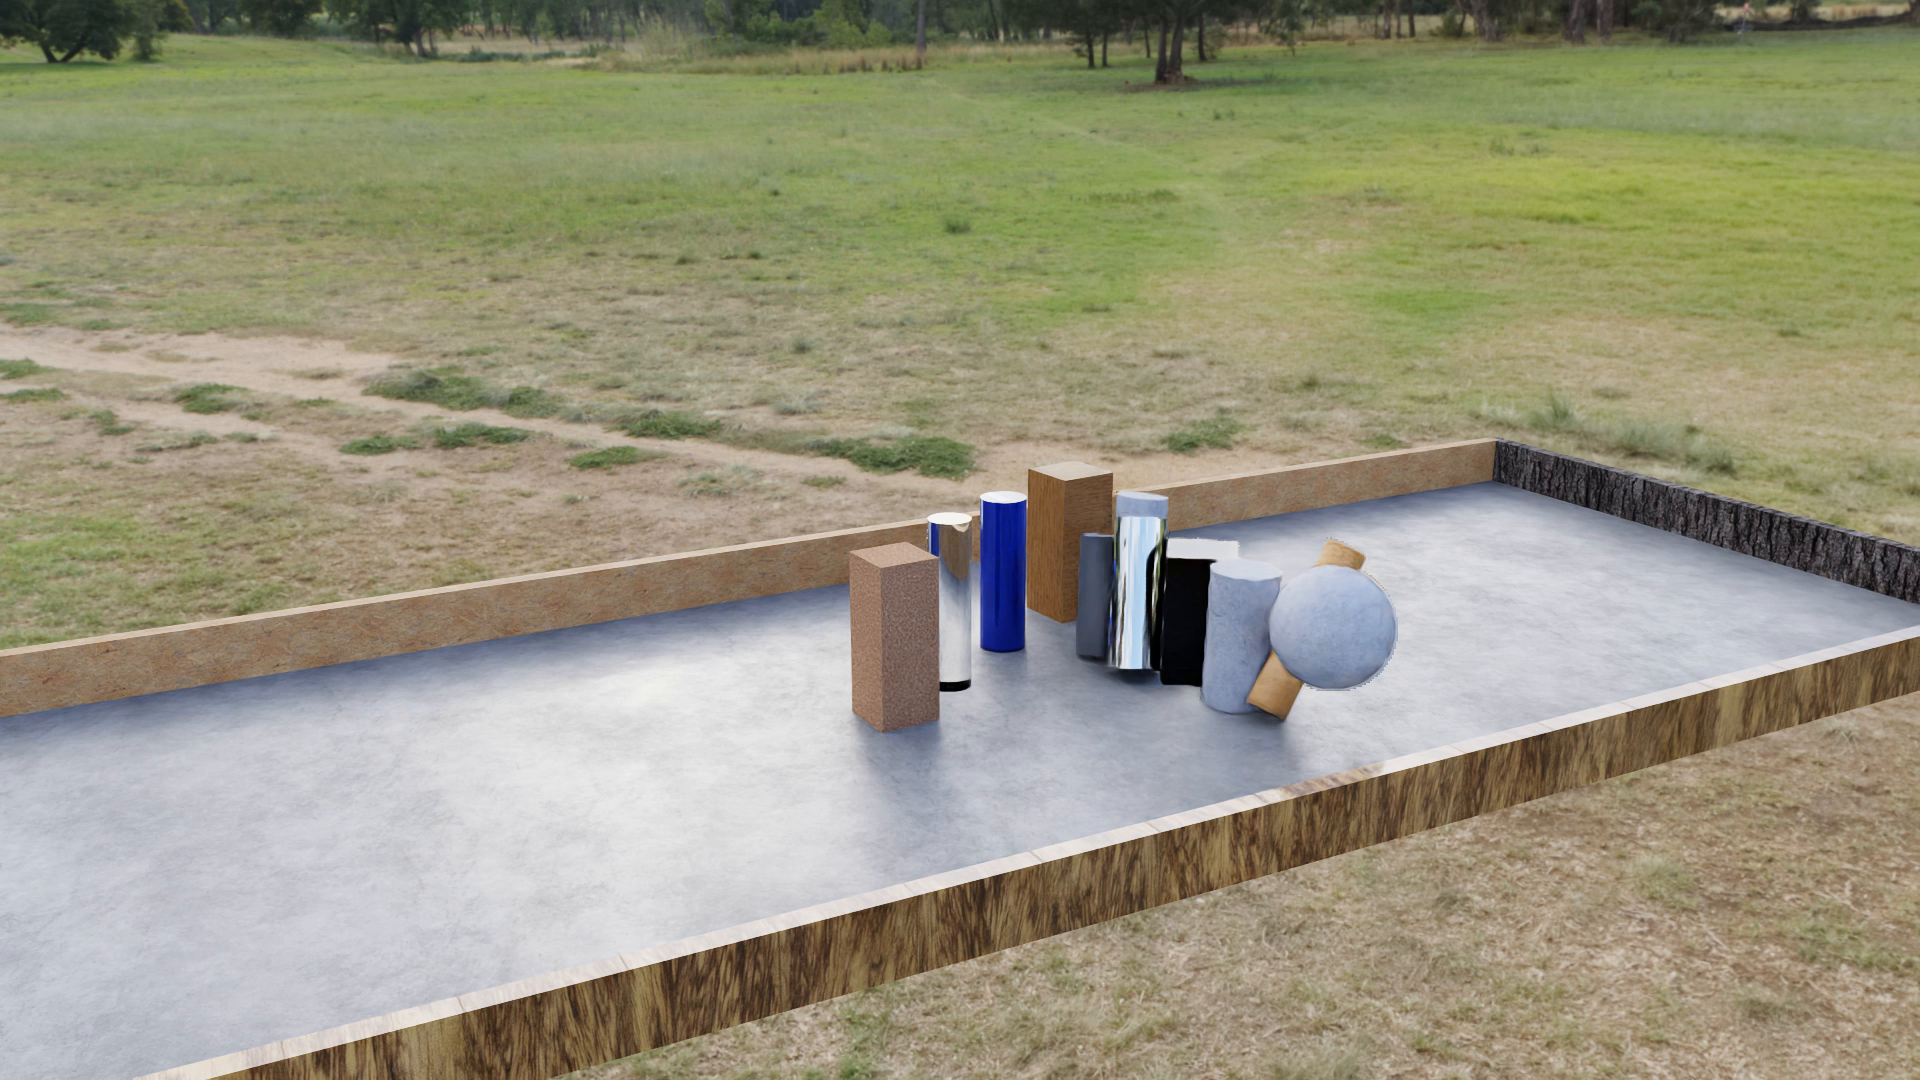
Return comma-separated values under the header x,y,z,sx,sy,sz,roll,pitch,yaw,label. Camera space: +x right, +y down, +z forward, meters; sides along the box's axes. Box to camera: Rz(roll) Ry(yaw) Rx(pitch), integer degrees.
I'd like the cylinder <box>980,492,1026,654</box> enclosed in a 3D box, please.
x,y,z,sx,sy,sz,roll,pitch,yaw,label
0.113,0.085,4.341,0.122,0.409,0.122,0,16,0,cylinder

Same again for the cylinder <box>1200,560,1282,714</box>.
x,y,z,sx,sy,sz,roll,pitch,yaw,label
0.675,0.231,3.969,0.169,0.334,0.169,2,16,0,cylinder

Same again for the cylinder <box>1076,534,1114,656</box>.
x,y,z,sx,sy,sz,roll,pitch,yaw,label
0.358,0.142,4.300,0.101,0.309,0.101,2,5,0,cylinder

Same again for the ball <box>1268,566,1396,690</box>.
x,y,z,sx,sy,sz,roll,pitch,yaw,label
0.824,0.194,3.655,0.276,0.276,0.276,0,16,0,ball

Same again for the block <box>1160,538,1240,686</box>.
x,y,z,sx,sy,sz,roll,pitch,yaw,label
0.601,0.181,4.145,0.175,0.330,0.175,3,16,7,block

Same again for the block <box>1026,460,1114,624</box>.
x,y,z,sx,sy,sz,roll,pitch,yaw,label
0.306,0.003,4.622,0.168,0.408,0.168,-11,20,-32,block

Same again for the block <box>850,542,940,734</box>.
x,y,z,sx,sy,sz,roll,pitch,yaw,label
-0.153,0.226,3.872,0.153,0.402,0.153,-10,19,-30,block

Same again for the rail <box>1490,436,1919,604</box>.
x,y,z,sx,sy,sz,roll,pitch,yaw,label
2.466,-0.048,5.253,0.050,0.150,2.100,-9,18,-27,rail

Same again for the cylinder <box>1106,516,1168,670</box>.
x,y,z,sx,sy,sz,roll,pitch,yaw,label
0.449,0.135,4.179,0.137,0.380,0.137,3,-3,0,cylinder

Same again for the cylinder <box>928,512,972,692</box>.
x,y,z,sx,sy,sz,roll,pitch,yaw,label
-0.025,0.154,4.067,0.108,0.431,0.108,0,16,0,cylinder

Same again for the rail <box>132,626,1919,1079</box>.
x,y,z,sx,sy,sz,roll,pitch,yaw,label
-2.336,1.006,1.665,12.000,0.150,0.050,-9,18,-27,rail

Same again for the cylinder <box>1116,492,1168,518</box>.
x,y,z,sx,sy,sz,roll,pitch,yaw,label
0.464,0.080,4.354,0.136,0.395,0.136,5,8,-1,cylinder

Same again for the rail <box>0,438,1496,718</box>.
x,y,z,sx,sy,sz,roll,pitch,yaw,label
-3.305,0.497,3.399,12.000,0.150,0.050,-9,18,-27,rail

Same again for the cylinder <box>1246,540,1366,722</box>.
x,y,z,sx,sy,sz,roll,pitch,yaw,label
0.817,0.213,3.893,0.101,0.429,0.101,27,-2,1,cylinder
